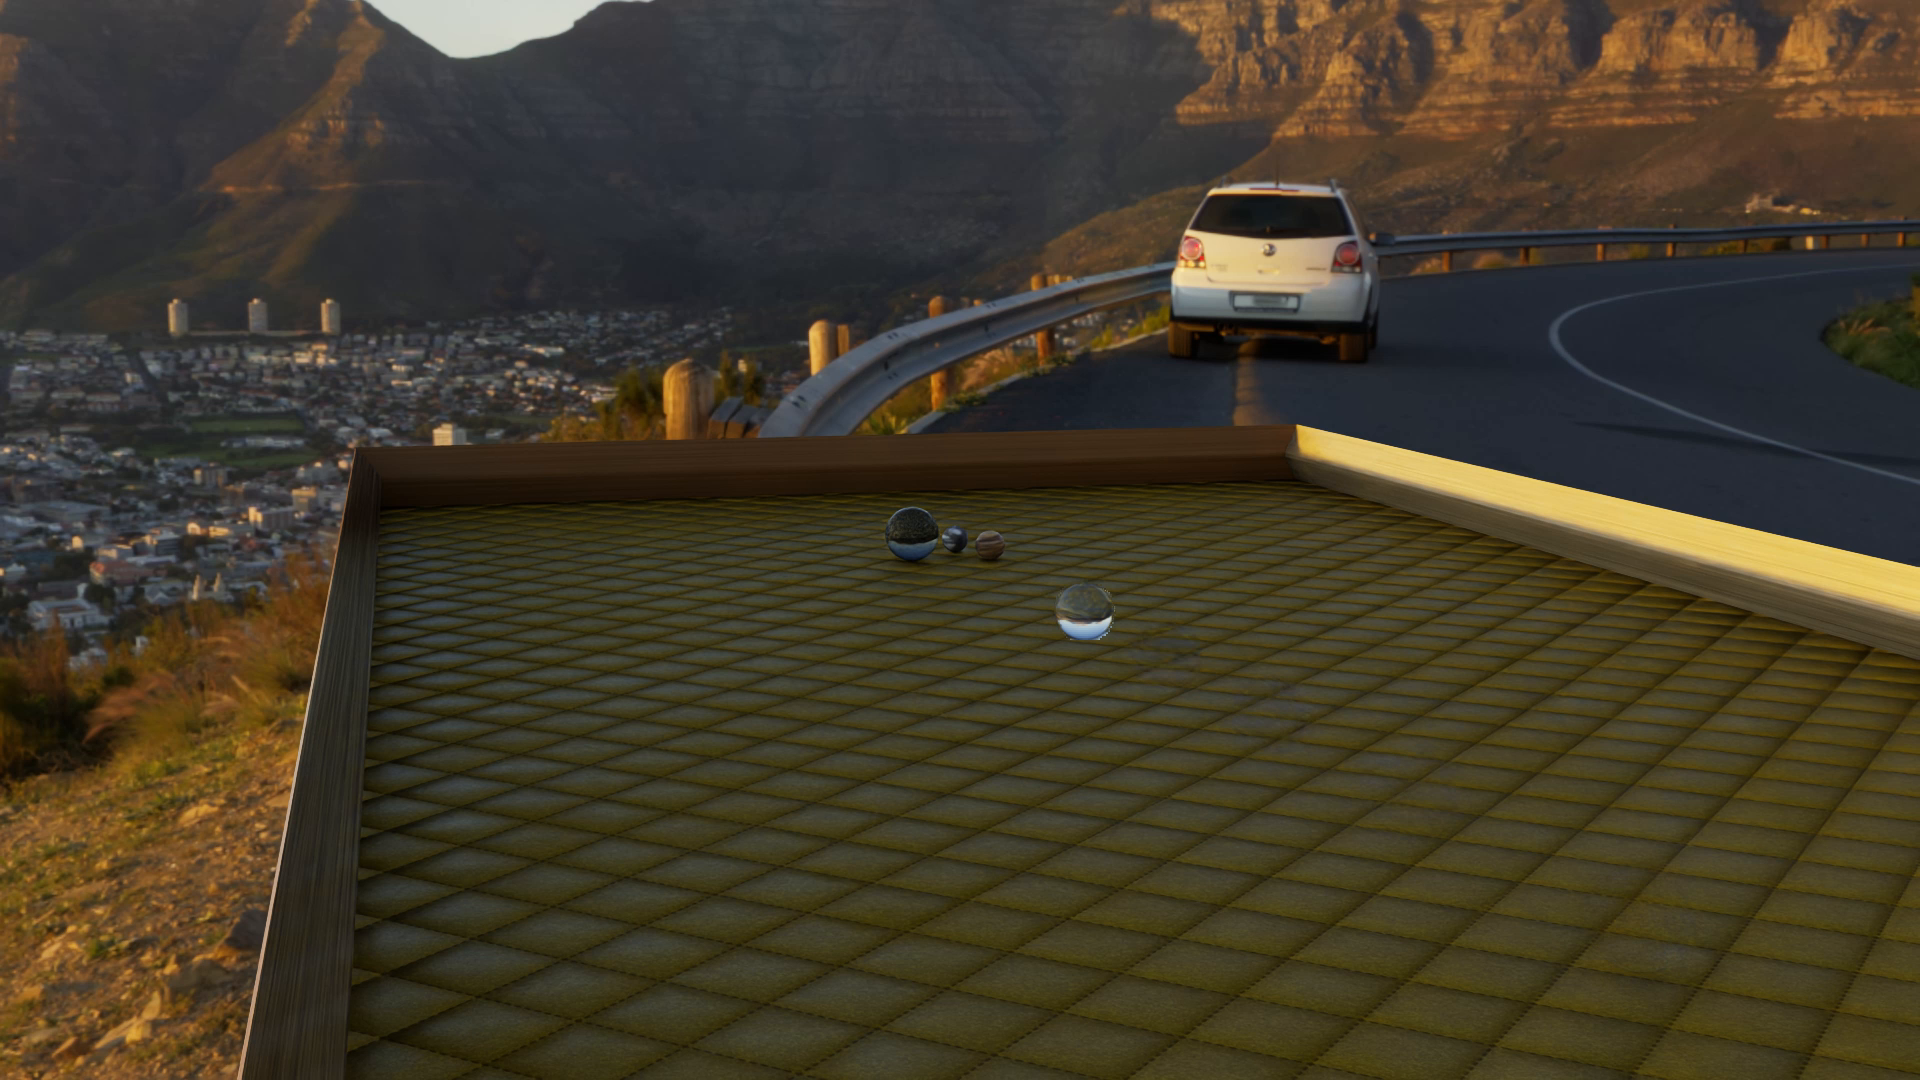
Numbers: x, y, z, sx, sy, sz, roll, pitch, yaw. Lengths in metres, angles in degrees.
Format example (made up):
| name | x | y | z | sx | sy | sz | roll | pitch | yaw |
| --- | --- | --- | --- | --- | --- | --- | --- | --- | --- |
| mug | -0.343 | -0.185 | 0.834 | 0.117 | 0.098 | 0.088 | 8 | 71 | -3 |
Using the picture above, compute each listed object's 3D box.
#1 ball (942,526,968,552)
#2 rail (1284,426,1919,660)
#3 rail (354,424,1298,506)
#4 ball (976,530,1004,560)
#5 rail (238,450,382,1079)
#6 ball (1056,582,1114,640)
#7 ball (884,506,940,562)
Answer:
| name | x | y | z | sx | sy | sz | roll | pitch | yaw |
| --- | --- | --- | --- | --- | --- | --- | --- | --- | --- |
| ball | -0.008 | -0.002 | 3.478 | 0.042 | 0.042 | 0.042 | 0 | 8 | 0 |
| rail | 1.076 | 0.061 | 2.808 | 0.045 | 0.109 | 3.406 | -2 | 9 | -14 |
| rail | -0.203 | -0.143 | 4.202 | 1.837 | 0.109 | 0.045 | -2 | 9 | -14 |
| ball | 0.047 | 0.008 | 3.398 | 0.046 | 0.046 | 0.046 | 0 | 8 | 0 |
| rail | -0.659 | 0.125 | 2.374 | 0.045 | 0.109 | 3.406 | -2 | 9 | -14 |
| ball | 0.156 | 0.089 | 2.750 | 0.072 | 0.072 | 0.072 | 0 | 8 | 0 |
| ball | -0.074 | -0.009 | 3.386 | 0.084 | 0.084 | 0.084 | 0 | 8 | 0 |
